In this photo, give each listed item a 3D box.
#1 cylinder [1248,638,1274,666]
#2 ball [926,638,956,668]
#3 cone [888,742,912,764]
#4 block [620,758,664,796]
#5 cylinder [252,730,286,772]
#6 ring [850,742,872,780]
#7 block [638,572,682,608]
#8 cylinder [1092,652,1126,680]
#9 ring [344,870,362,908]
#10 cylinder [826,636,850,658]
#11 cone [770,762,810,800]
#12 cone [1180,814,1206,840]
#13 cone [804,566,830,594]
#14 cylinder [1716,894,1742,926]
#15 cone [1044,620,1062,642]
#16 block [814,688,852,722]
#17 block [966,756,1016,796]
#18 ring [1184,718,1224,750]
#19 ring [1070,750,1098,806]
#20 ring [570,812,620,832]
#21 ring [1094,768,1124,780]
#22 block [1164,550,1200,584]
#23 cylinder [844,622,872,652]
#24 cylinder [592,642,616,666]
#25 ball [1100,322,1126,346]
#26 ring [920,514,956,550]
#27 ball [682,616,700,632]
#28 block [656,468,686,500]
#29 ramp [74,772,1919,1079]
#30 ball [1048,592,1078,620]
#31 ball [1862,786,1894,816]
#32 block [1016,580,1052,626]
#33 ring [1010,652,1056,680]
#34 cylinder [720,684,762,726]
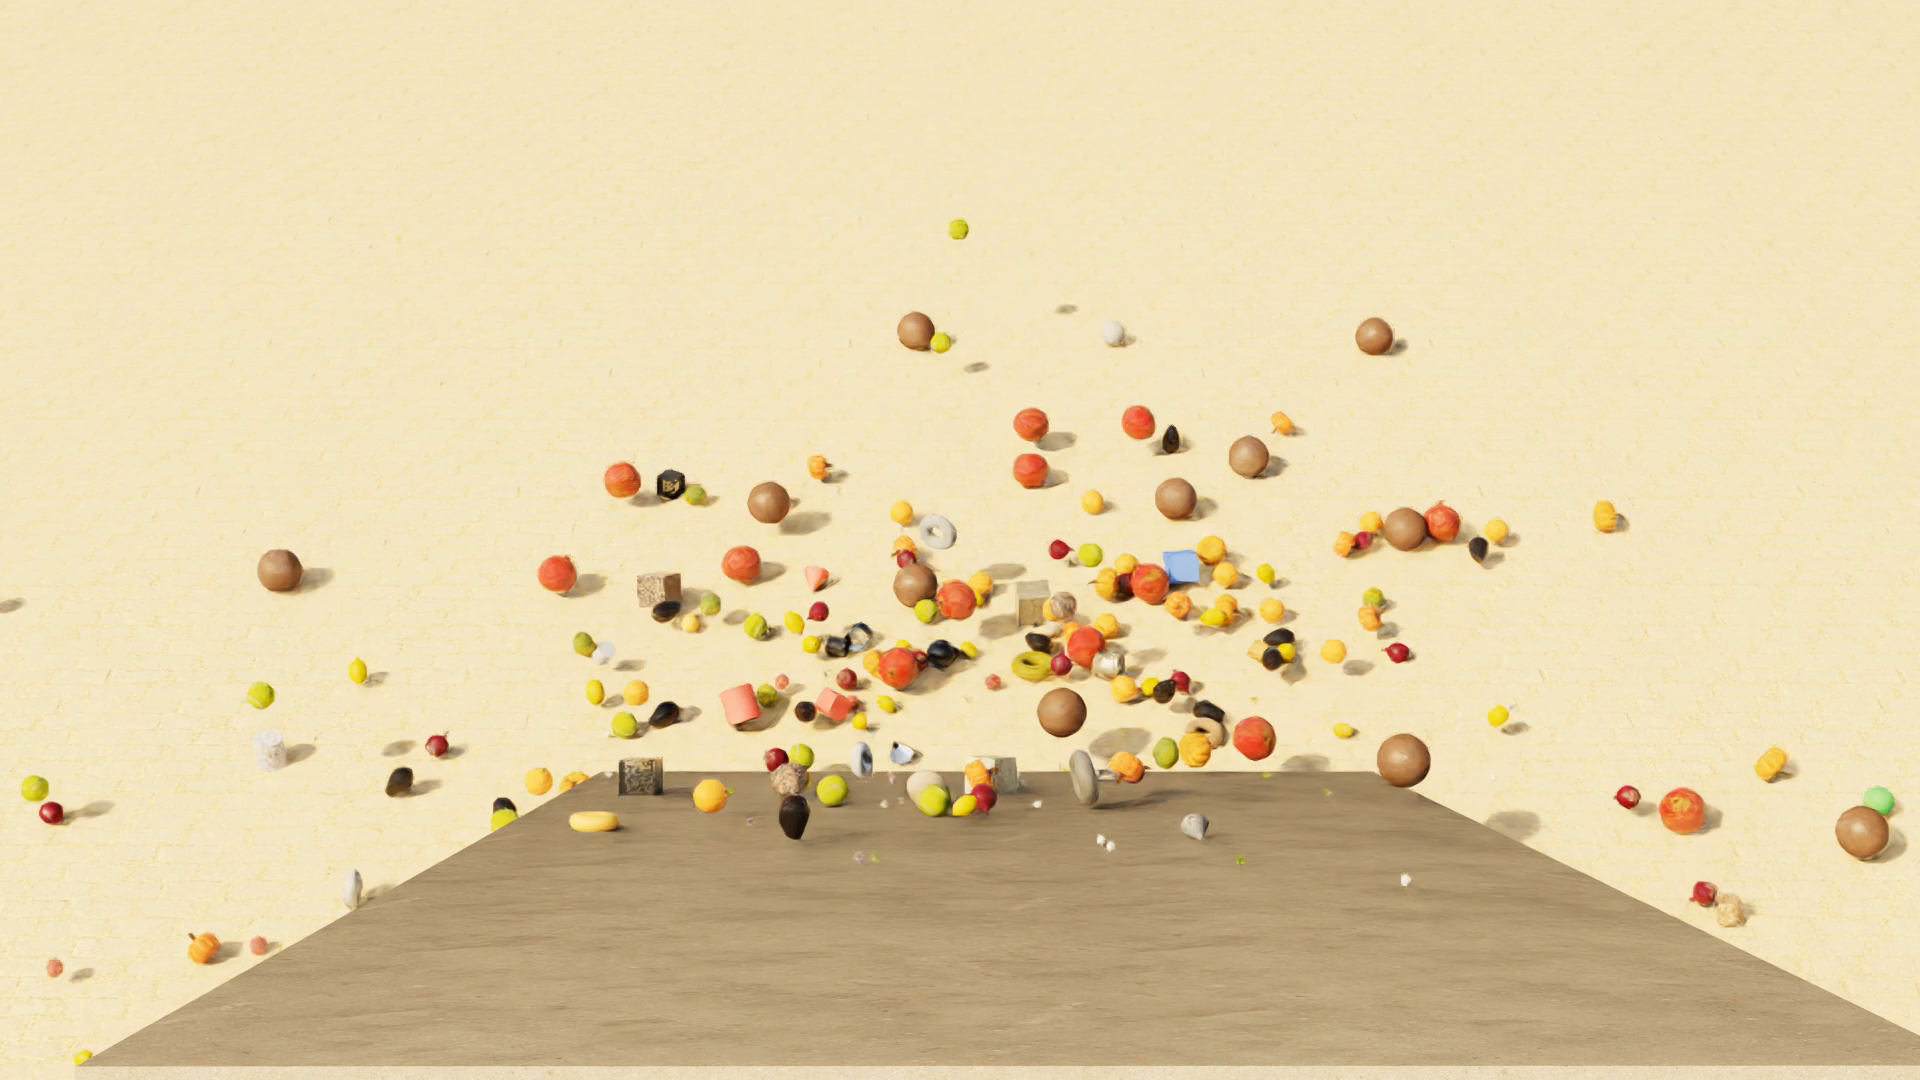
[{"bbox_3d":[0.841,0.312,7.241,0.055,0.055,0.055,31,41,16],"label":"cylinder"},{"bbox_3d":[-0.053,0.317,7.214,0.083,0.083,0.083,0,32,0],"label":"ball"},{"bbox_3d":[-0.167,0.548,6.848,0.067,0.067,0.067,-8,57,12],"label":"cone"},{"bbox_3d":[-0.742,0.550,6.033,0.082,0.082,0.082,0,-1,9],"label":"block"},{"bbox_3d":[-1.829,0.559,6.866,0.080,0.080,0.080,0,32,0],"label":"cylinder"},{"bbox_3d":[-0.226,0.508,5.975,0.029,0.086,0.086,-6,28,22],"label":"ring"},{"bbox_3d":[-0.867,0.144,7.475,0.091,0.091,0.091,1,7,27],"label":"block"},{"bbox_3d":[0.413,0.349,7.190,0.070,0.070,0.070,6,32,23],"label":"cylinder"},{"bbox_3d":[-1.489,0.857,6.354,0.031,0.094,0.094,4,32,-2],"label":"ring"},{"bbox_3d":[-0.344,0.301,7.304,0.053,0.053,0.053,15,35,15],"label":"cylinder"},{"bbox_3d":[-0.380,0.569,5.901,0.092,0.092,0.092,-6,27,-10],"label":"cone"},{"bbox_3d":[0.461,0.567,5.011,0.055,0.055,0.055,-12,51,-18],"label":"cone"},{"bbox_3d":[-0.428,0.128,7.591,0.077,0.077,0.077,5,56,8],"label":"cone"},{"bbox_3d":[1.875,0.902,6.319,0.059,0.059,0.059,-6,16,2],"label":"cylinder"},{"bbox_3d":[0.253,0.269,7.381,0.058,0.058,0.058,22,65,31],"label":"cone"},{"bbox_3d":[-0.344,0.445,7.019,0.062,0.062,0.062,27,-1,45],"label":"block"},{"bbox_3d":[0.072,0.550,6.062,0.084,0.084,0.084,-1,-1,39],"label":"block"},{"bbox_3d":[0.655,0.519,6.961,0.106,0.035,0.106,0,41,0],"label":"ring"},{"bbox_3d":[0.270,0.517,5.636,0.042,0.126,0.126,-12,33,-6],"label":"ring"},{"bbox_3d":[-0.732,0.565,5.197,0.101,0.034,0.101,1,0,0],"label":"ring"},{"bbox_3d":[0.366,0.582,6.433,0.083,0.028,0.083,1,-5,0],"label":"ring"},{"bbox_3d":[0.650,0.078,7.607,0.084,0.084,0.084,-5,6,-8],"label":"block"},{"bbox_3d":[-0.287,0.274,7.341,0.060,0.060,0.060,15,35,22],"label":"cylinder"},{"bbox_3d":[-0.988,0.315,7.193,0.051,0.051,0.051,15,54,-22],"label":"cylinder"},{"bbox_3d":[0.524,-0.708,8.895,0.085,0.085,0.085,0,32,0],"label":"ball"},{"bbox_3d":[-0.063,-0.022,7.446,0.116,0.116,0.039,14,38,21],"label":"ring"},{"bbox_3d":[-0.771,0.240,7.404,0.051,0.051,0.051,0,32,0],"label":"ball"},{"bbox_3d":[-0.899,-0.173,8.056,0.063,0.063,0.063,18,36,27],"label":"block"},{"bbox_3d":[0.071,0.625,4.715,2.000,0.100,4.000,0,-1,0],"label":"ramp"},{"bbox_3d":[0.278,0.177,6.986,0.077,0.077,0.077,0,32,0],"label":"ball"},{"bbox_3d":[2.368,0.674,6.683,0.077,0.077,0.077,0,32,0],"label":"ball"},{"bbox_3d":[0.210,0.182,7.457,0.094,0.094,0.094,-2,32,-4],"label":"block"},{"bbox_3d":[0.205,0.351,7.231,0.128,0.043,0.128,-1,27,0],"label":"ring"},{"bbox_3d":[-0.594,0.445,6.999,0.093,0.093,0.093,-18,-5,-2],"label":"cylinder"}]
